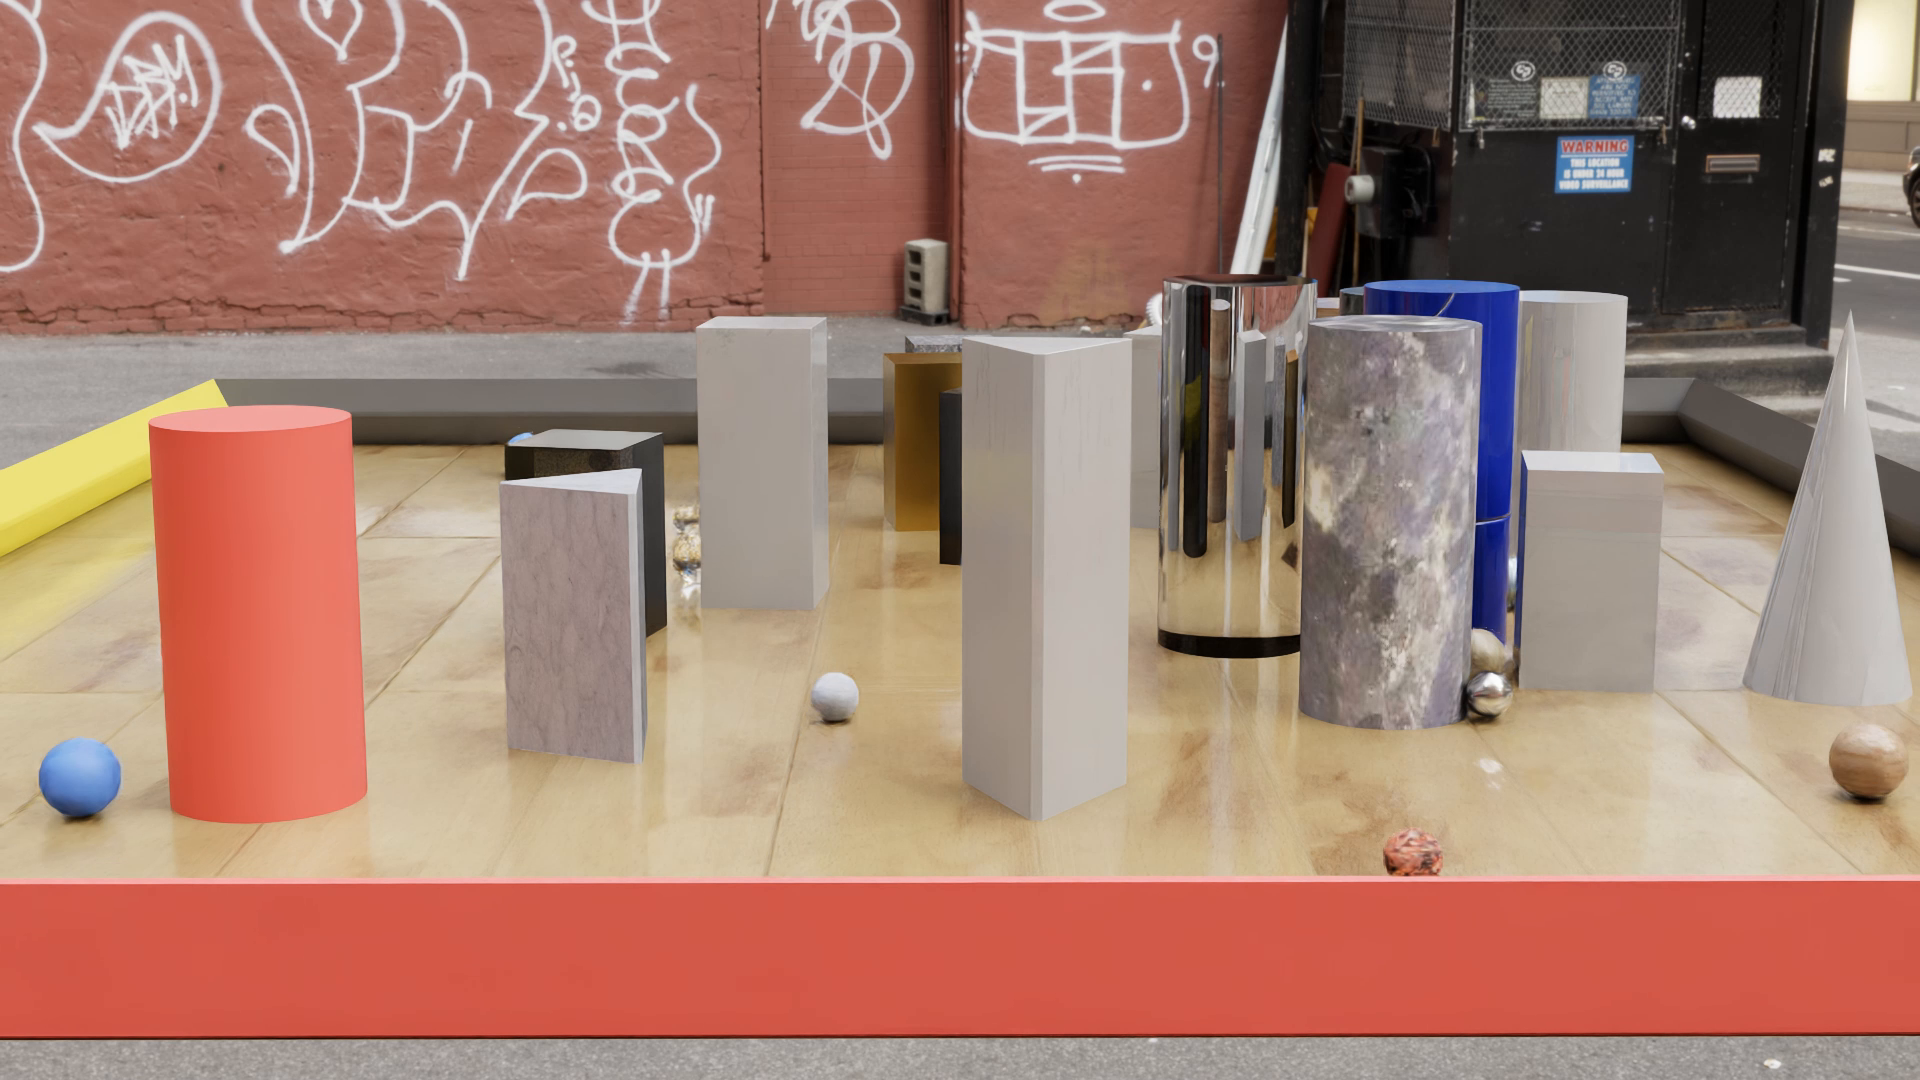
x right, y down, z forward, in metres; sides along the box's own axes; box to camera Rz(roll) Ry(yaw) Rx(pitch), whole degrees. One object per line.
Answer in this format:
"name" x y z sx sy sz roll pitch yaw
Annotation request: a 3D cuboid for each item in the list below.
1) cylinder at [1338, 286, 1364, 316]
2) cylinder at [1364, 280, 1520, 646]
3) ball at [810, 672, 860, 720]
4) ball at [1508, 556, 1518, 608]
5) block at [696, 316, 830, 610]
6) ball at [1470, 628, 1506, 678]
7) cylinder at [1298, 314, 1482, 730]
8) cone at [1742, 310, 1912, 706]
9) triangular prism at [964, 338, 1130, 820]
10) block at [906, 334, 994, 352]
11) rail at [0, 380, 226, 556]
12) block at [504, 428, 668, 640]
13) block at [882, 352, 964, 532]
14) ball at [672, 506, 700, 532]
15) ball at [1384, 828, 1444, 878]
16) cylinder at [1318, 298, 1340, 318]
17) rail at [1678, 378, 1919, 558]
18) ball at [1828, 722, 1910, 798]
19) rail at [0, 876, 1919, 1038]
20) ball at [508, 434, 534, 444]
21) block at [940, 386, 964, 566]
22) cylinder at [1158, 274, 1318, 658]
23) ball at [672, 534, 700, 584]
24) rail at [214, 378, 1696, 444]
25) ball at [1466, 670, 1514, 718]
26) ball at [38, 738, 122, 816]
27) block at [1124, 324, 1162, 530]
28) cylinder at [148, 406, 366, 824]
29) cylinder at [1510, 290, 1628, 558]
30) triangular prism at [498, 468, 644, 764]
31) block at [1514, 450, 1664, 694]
"cylinder" 0.662 -0.178 3.858 0.192 0.391 0.192 0 11 0
"cylinder" 0.601 -0.095 3.245 0.192 0.452 0.192 0 11 0
"ball" -0.140 0.176 2.876 0.054 0.054 0.054 0 11 0
"ball" 0.745 0.057 3.473 0.069 0.069 0.069 0 11 0
"block" -0.267 -0.108 3.508 0.154 0.380 0.154 1 11 5
"ball" 0.606 0.138 3.013 0.069 0.069 0.069 0 11 0
"cylinder" 0.483 -0.024 2.892 0.192 0.441 0.192 0 11 0
"cone" 1.026 -0.047 2.997 0.192 0.448 0.192 0 11 0
"triangular prism" 0.063 0.029 2.563 0.144 0.456 0.166 7 13 34
"block" -0.013 -0.233 4.552 0.154 0.245 0.154 -1 11 -7
"rail" -1.410 0.034 3.441 0.045 0.125 3.092 0 11 0
"block" -0.477 -0.003 3.287 0.154 0.255 0.154 3 11 14
"block" -0.037 -0.159 4.102 0.154 0.265 0.154 -2 11 -8
"ball" -0.431 -0.034 4.033 0.043 0.043 0.043 0 11 0
"ball" 0.406 0.285 2.295 0.052 0.052 0.052 0 11 0
"cylinder" 0.623 -0.218 4.206 0.192 0.341 0.192 0 11 0
"rail" 1.410 0.031 3.457 0.045 0.125 3.092 0 11 0
"ball" 0.911 0.221 2.572 0.076 0.076 0.076 0 11 0
"rail" 0.009 0.310 1.952 2.867 0.125 0.045 0 11 0
"ball" -0.771 -0.151 4.568 0.078 0.078 0.078 0 11 0
"block" 0.072 -0.097 3.795 0.154 0.254 0.154 5 12 24
"cylinder" 0.348 -0.097 3.230 0.192 0.460 0.192 0 11 0
"ball" -0.371 0.026 3.627 0.071 0.071 0.071 0 11 0
"rail" -0.009 -0.246 4.946 2.867 0.125 0.045 0 11 0
"ball" 0.593 0.173 2.873 0.053 0.053 0.053 0 11 0
"ball" -0.861 0.232 2.511 0.077 0.077 0.077 0 11 0
"block" 0.358 -0.180 4.097 0.154 0.308 0.154 5 12 24
"cylinder" -0.695 0.069 2.548 0.192 0.383 0.192 0 11 0
"cylinder" 0.861 -0.156 3.724 0.192 0.396 0.192 0 11 0
"triangular prism" -0.383 0.075 2.774 0.166 0.289 0.144 5 12 25
"block" 0.748 0.035 3.065 0.154 0.261 0.154 2 11 9
